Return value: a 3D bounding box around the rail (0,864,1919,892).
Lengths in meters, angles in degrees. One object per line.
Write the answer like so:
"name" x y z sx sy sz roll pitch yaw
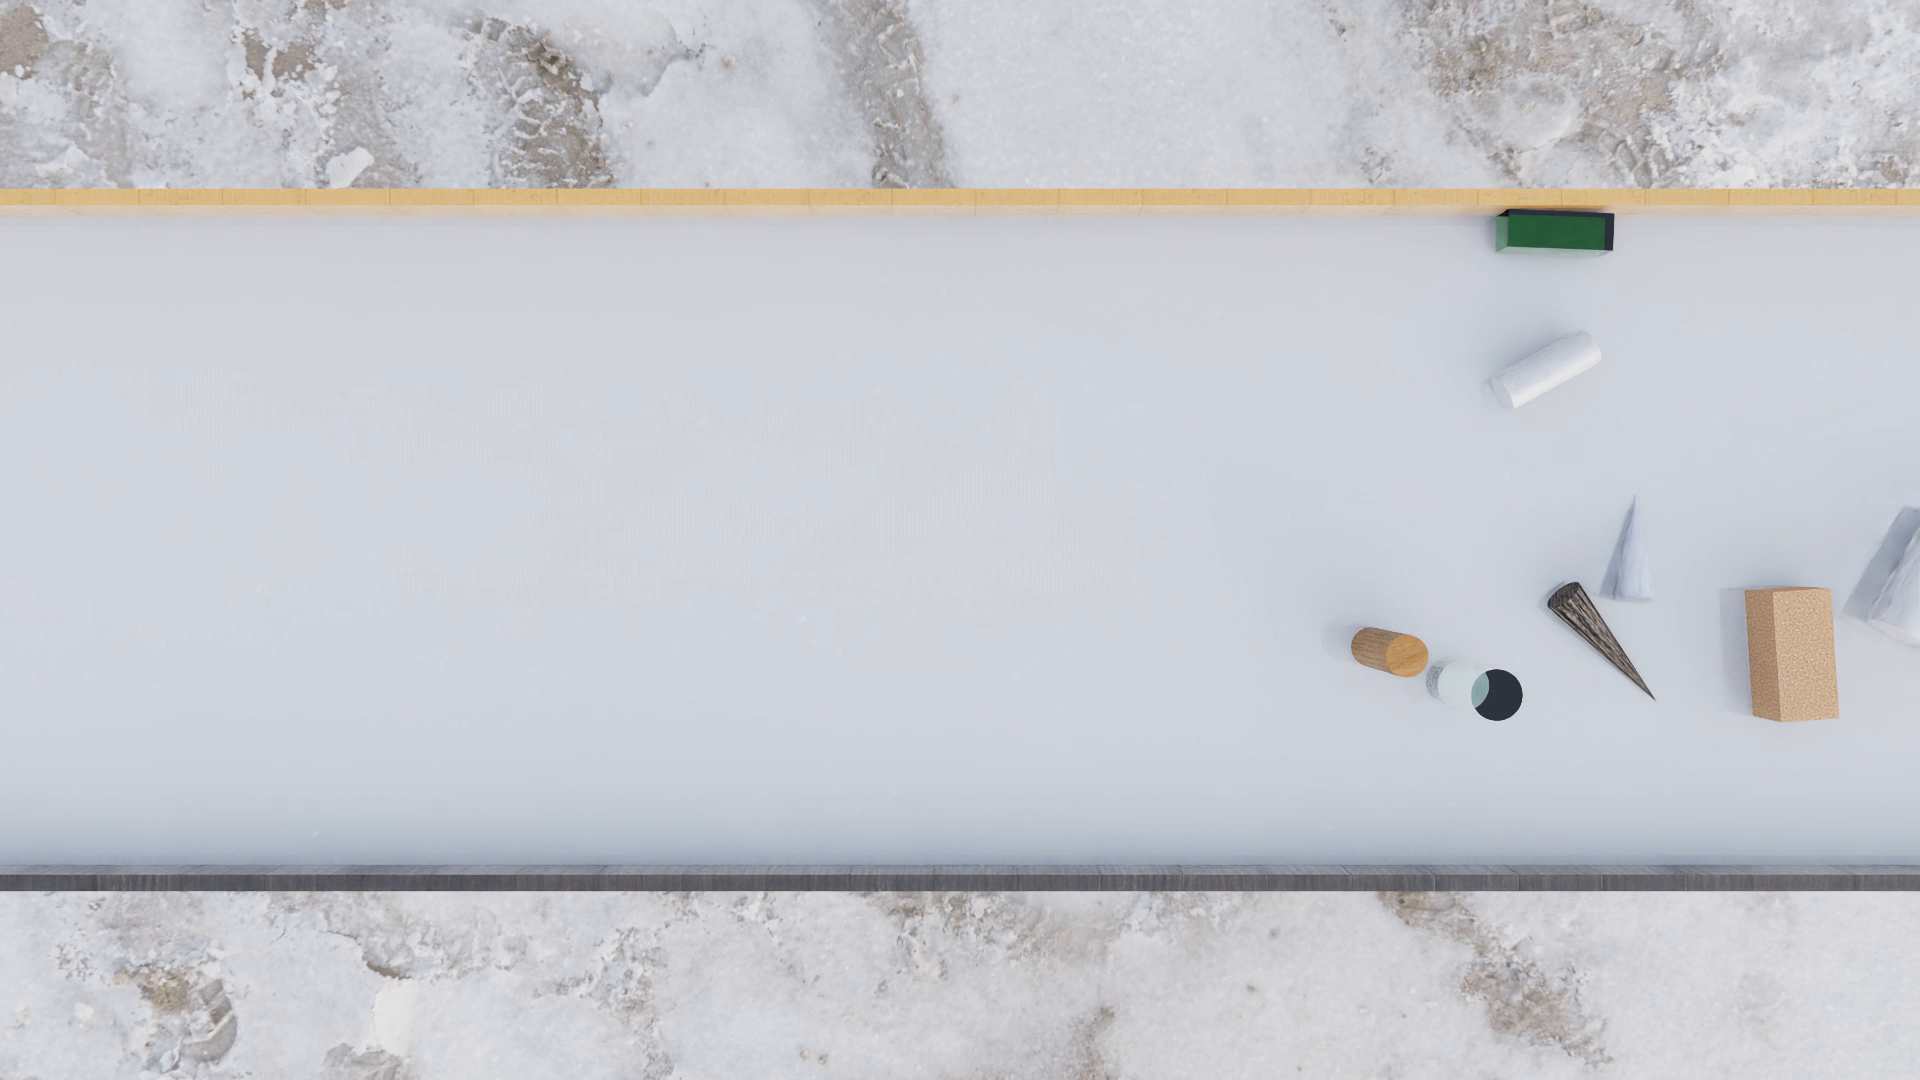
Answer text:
"rail" -2.247 1.025 5.001 12.000 0.150 0.050 0 90 0

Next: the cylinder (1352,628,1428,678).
"cylinder" 1.264 0.329 4.869 0.121 0.415 0.121 0 90 0

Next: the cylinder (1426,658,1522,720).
"cylinder" 1.507 0.435 4.853 0.146 0.448 0.146 0 90 0

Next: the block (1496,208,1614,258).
"block" 1.809 -0.933 5.020 0.319 0.113 0.113 2 90 0

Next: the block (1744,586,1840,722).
"block" 2.515 0.343 4.989 0.174 0.174 0.388 -4 90 0

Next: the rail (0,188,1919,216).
"rail" -2.247 -1.025 5.002 12.000 0.150 0.050 0 90 0

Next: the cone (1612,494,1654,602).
"cone" 2.064 0.013 5.047 0.120 0.120 0.343 6 80 0

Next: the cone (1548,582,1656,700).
"cone" 1.991 0.334 5.048 0.116 0.116 0.458 -43 97 0

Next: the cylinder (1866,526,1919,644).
"cylinder" 2.925 0.105 4.998 0.158 0.158 0.396 30 90 0

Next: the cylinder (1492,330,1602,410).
"cylinder" 1.785 -0.516 5.020 0.304 0.112 0.112 -29 90 0
